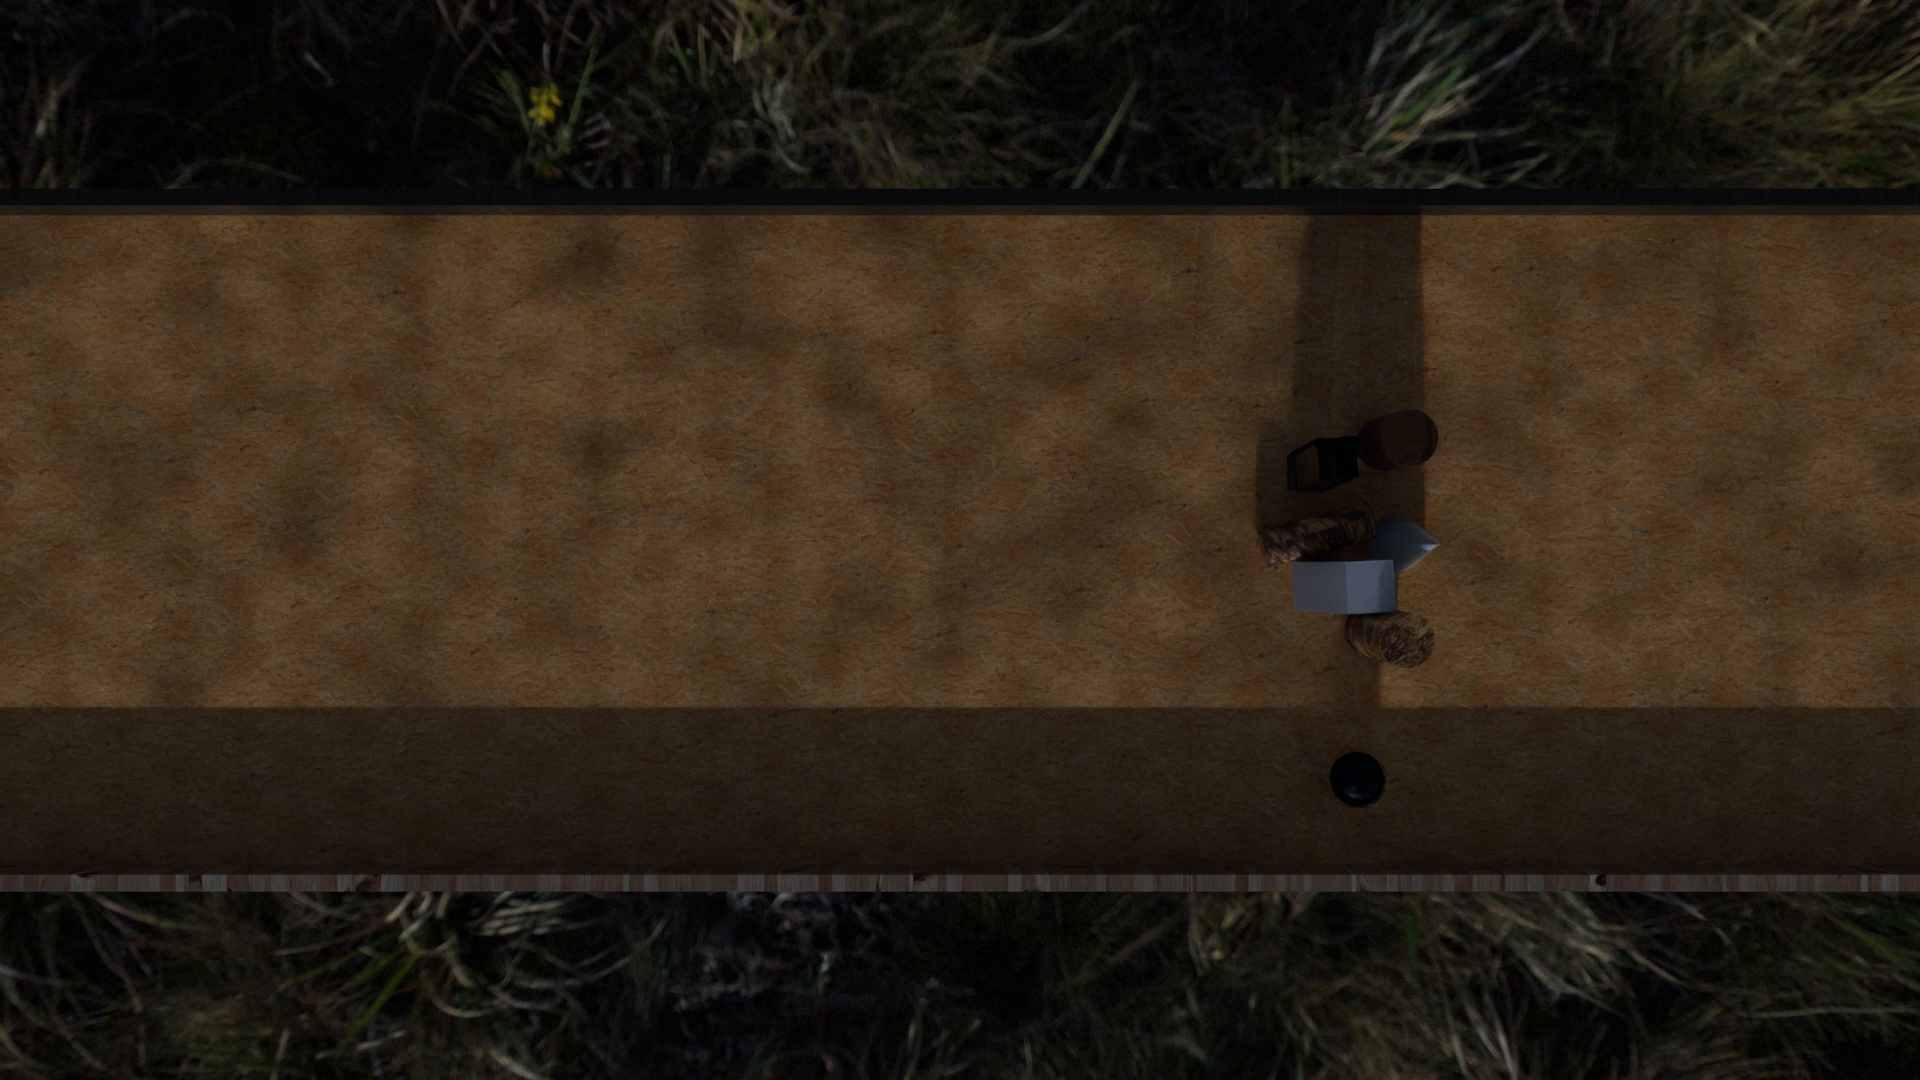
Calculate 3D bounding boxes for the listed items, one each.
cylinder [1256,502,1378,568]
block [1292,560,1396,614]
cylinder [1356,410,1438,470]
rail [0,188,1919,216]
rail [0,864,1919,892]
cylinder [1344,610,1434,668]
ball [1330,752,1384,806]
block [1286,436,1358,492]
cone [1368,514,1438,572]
[{"bbox_3d":[1.083,-0.015,5.019,0.344,0.116,0.116,-15,90,0],"label":"cylinder"},{"bbox_3d":[1.131,0.136,4.883,0.150,0.362,0.150,-2,90,-13],"label":"block"},{"bbox_3d":[1.301,-0.296,4.924,0.165,0.305,0.165,0,90,0],"label":"cylinder"},{"bbox_3d":[-2.247,-1.025,5.002,12.000,0.150,0.050,0,90,0],"label":"rail"},{"bbox_3d":[-2.247,1.025,5.001,12.000,0.150,0.050,0,90,0],"label":"rail"},{"bbox_3d":[1.263,0.282,4.871,0.159,0.411,0.159,0,90,0],"label":"cylinder"},{"bbox_3d":[1.202,0.724,4.996,0.162,0.162,0.162,0,90,0],"label":"ball"},{"bbox_3d":[1.073,-0.221,4.902,0.115,0.331,0.115,-2,84,-4],"label":"block"},{"bbox_3d":[1.344,0.011,4.848,0.178,0.458,0.178,0,90,0],"label":"cone"}]
